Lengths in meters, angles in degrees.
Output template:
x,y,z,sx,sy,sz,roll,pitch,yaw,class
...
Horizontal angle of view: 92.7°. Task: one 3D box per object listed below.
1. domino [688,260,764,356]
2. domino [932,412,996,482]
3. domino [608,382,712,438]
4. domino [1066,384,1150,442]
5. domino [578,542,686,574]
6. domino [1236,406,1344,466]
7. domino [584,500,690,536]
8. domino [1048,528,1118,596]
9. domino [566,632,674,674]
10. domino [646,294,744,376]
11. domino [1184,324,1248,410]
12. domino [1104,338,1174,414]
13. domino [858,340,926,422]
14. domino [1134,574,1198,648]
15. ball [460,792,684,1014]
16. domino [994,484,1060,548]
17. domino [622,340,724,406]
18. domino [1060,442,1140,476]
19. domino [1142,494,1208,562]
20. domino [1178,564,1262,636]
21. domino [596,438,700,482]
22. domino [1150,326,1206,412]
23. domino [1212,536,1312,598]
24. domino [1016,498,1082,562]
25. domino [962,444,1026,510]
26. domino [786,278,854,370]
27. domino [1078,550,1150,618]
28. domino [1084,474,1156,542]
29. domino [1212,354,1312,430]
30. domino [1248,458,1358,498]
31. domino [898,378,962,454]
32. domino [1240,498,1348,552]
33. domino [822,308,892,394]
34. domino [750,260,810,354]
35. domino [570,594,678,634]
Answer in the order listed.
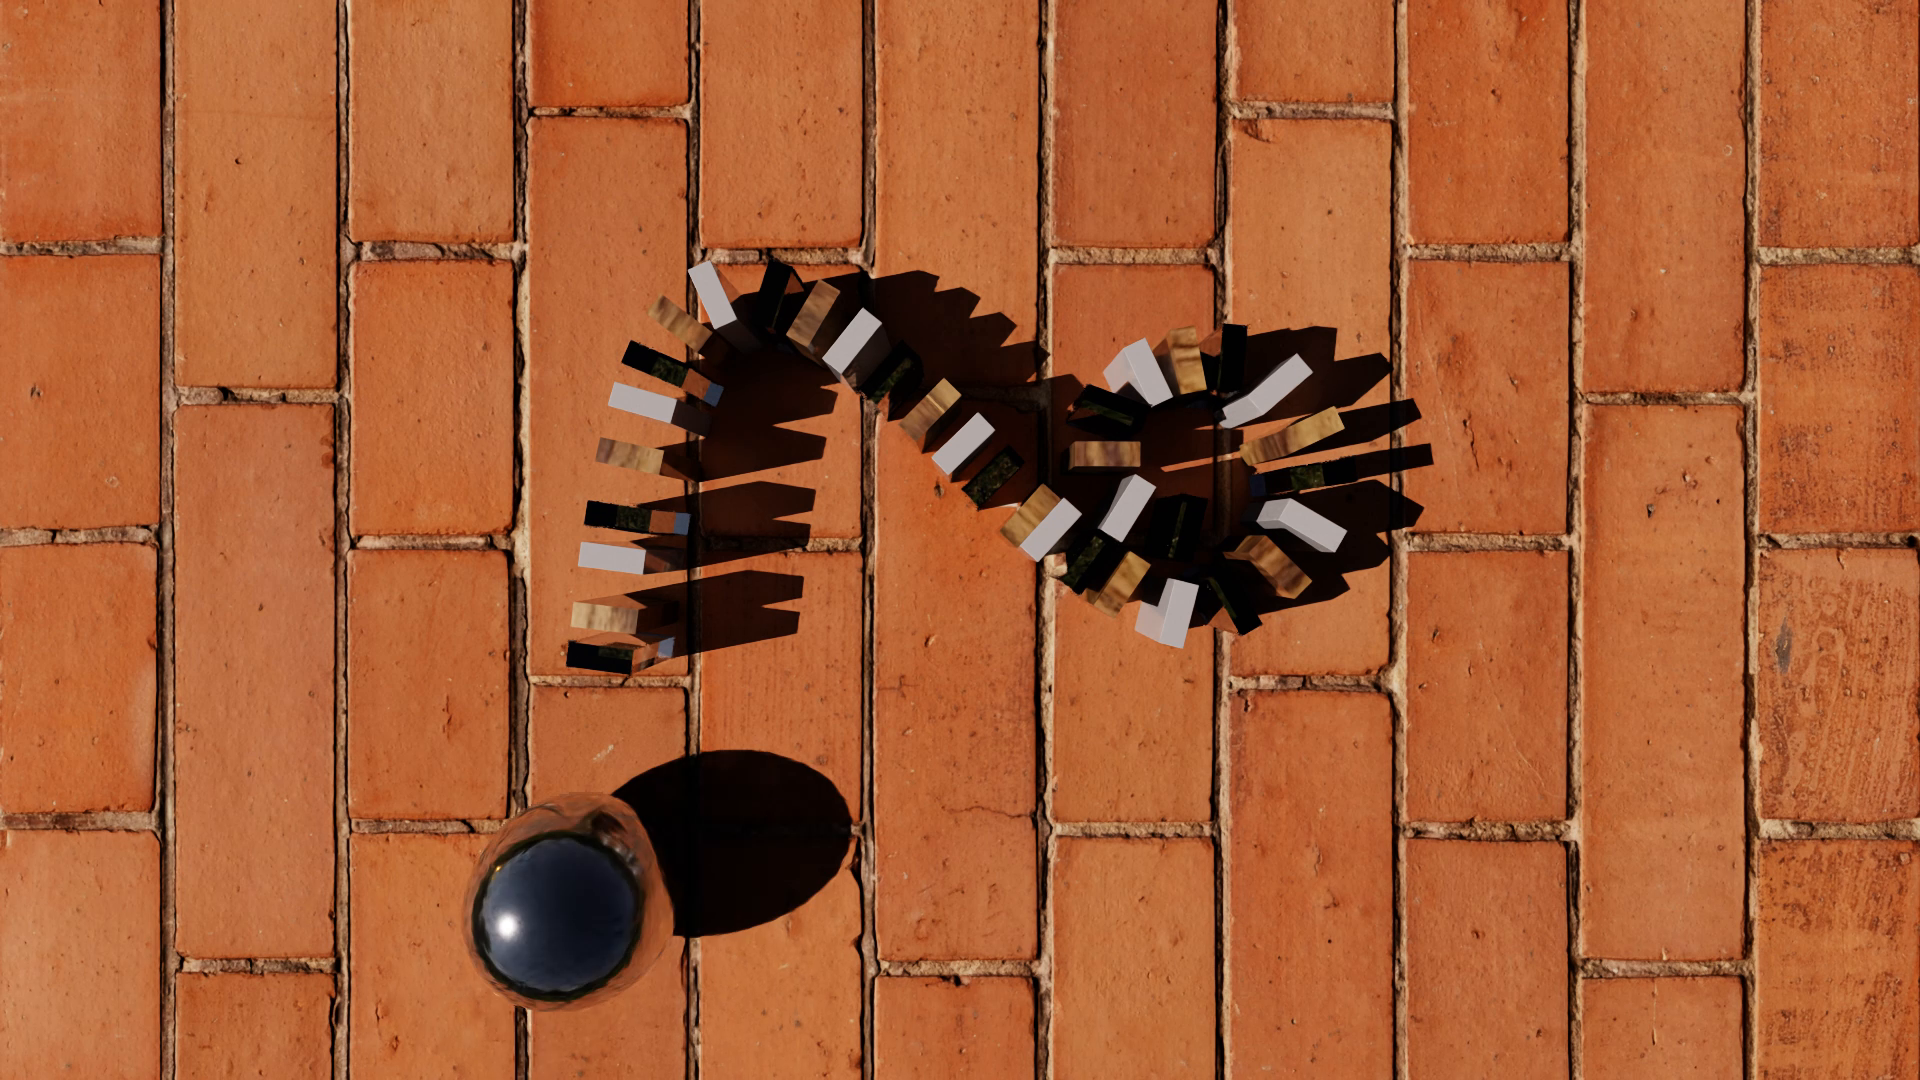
x,y,z,sx,sy,sz,roll,pitch,yaw,class
-0.095,-0.094,0.375,0.009,0.050,0.025,-25,90,0,domino
0.001,-0.037,0.375,0.025,0.050,0.010,-44,90,0,domino
-0.121,-0.053,0.375,0.025,0.050,0.010,16,90,0,domino
0.059,-0.051,0.375,0.025,0.050,0.010,20,90,0,domino
-0.133,0.007,0.375,0.025,0.050,0.009,8,90,0,domino
0.134,-0.042,0.375,0.025,0.050,0.010,-25,90,0,domino
-0.131,-0.009,0.375,0.025,0.050,0.010,9,90,0,domino
0.050,0.008,0.375,0.009,0.050,0.025,37,90,0,domino
-0.138,0.045,0.375,0.025,0.050,0.010,8,90,0,domino
-0.107,-0.083,0.375,0.025,0.050,0.010,37,90,0,domino
0.104,-0.070,0.375,0.009,0.050,0.025,6,90,0,domino
0.072,-0.064,0.375,0.010,0.050,0.025,-25,90,0,domino
-0.027,-0.064,0.375,0.009,0.050,0.025,42,90,0,domino
0.084,0.028,0.375,0.010,0.050,0.025,14,90,0,domino
-0.151,0.141,0.360,0.080,0.080,0.080,0,90,0,ball
0.027,-0.009,0.375,0.010,0.050,0.025,42,90,0,domino
-0.116,-0.067,0.375,0.025,0.050,0.010,23,90,0,domino
0.056,-0.033,0.375,0.025,0.050,0.009,0,90,0,domino
0.087,-0.005,0.375,0.009,0.050,0.025,14,90,0,domino
0.105,0.024,0.375,0.010,0.050,0.025,-30,90,0,domino
-0.126,-0.032,0.375,0.025,0.050,0.009,12,90,0,domino
0.087,-0.069,0.375,0.009,0.050,0.025,-11,90,0,domino
0.122,0.010,0.375,0.025,0.050,0.009,45,90,0,domino
0.035,-0.004,0.375,0.010,0.050,0.025,42,90,0,domino
0.013,-0.025,0.375,0.025,0.050,0.009,-43,90,0,domino
-0.056,-0.087,0.375,0.010,0.050,0.025,31,90,0,domino
0.062,0.017,0.375,0.010,0.050,0.025,34,90,0,domino
0.064,-0.012,0.375,0.010,0.050,0.025,32,90,0,domino
0.122,-0.060,0.375,0.025,0.050,0.009,-41,90,0,domino
0.139,-0.025,0.375,0.025,0.050,0.010,-8,90,0,domino
-0.012,-0.050,0.375,0.009,0.050,0.025,44,90,0,domino
0.135,-0.006,0.375,0.025,0.050,0.009,30,90,0,domino
-0.041,-0.076,0.375,0.010,0.050,0.025,39,90,0,domino
-0.072,-0.094,0.375,0.009,0.050,0.025,17,90,0,domino
-0.136,0.030,0.375,0.025,0.050,0.010,7,90,0,domino
